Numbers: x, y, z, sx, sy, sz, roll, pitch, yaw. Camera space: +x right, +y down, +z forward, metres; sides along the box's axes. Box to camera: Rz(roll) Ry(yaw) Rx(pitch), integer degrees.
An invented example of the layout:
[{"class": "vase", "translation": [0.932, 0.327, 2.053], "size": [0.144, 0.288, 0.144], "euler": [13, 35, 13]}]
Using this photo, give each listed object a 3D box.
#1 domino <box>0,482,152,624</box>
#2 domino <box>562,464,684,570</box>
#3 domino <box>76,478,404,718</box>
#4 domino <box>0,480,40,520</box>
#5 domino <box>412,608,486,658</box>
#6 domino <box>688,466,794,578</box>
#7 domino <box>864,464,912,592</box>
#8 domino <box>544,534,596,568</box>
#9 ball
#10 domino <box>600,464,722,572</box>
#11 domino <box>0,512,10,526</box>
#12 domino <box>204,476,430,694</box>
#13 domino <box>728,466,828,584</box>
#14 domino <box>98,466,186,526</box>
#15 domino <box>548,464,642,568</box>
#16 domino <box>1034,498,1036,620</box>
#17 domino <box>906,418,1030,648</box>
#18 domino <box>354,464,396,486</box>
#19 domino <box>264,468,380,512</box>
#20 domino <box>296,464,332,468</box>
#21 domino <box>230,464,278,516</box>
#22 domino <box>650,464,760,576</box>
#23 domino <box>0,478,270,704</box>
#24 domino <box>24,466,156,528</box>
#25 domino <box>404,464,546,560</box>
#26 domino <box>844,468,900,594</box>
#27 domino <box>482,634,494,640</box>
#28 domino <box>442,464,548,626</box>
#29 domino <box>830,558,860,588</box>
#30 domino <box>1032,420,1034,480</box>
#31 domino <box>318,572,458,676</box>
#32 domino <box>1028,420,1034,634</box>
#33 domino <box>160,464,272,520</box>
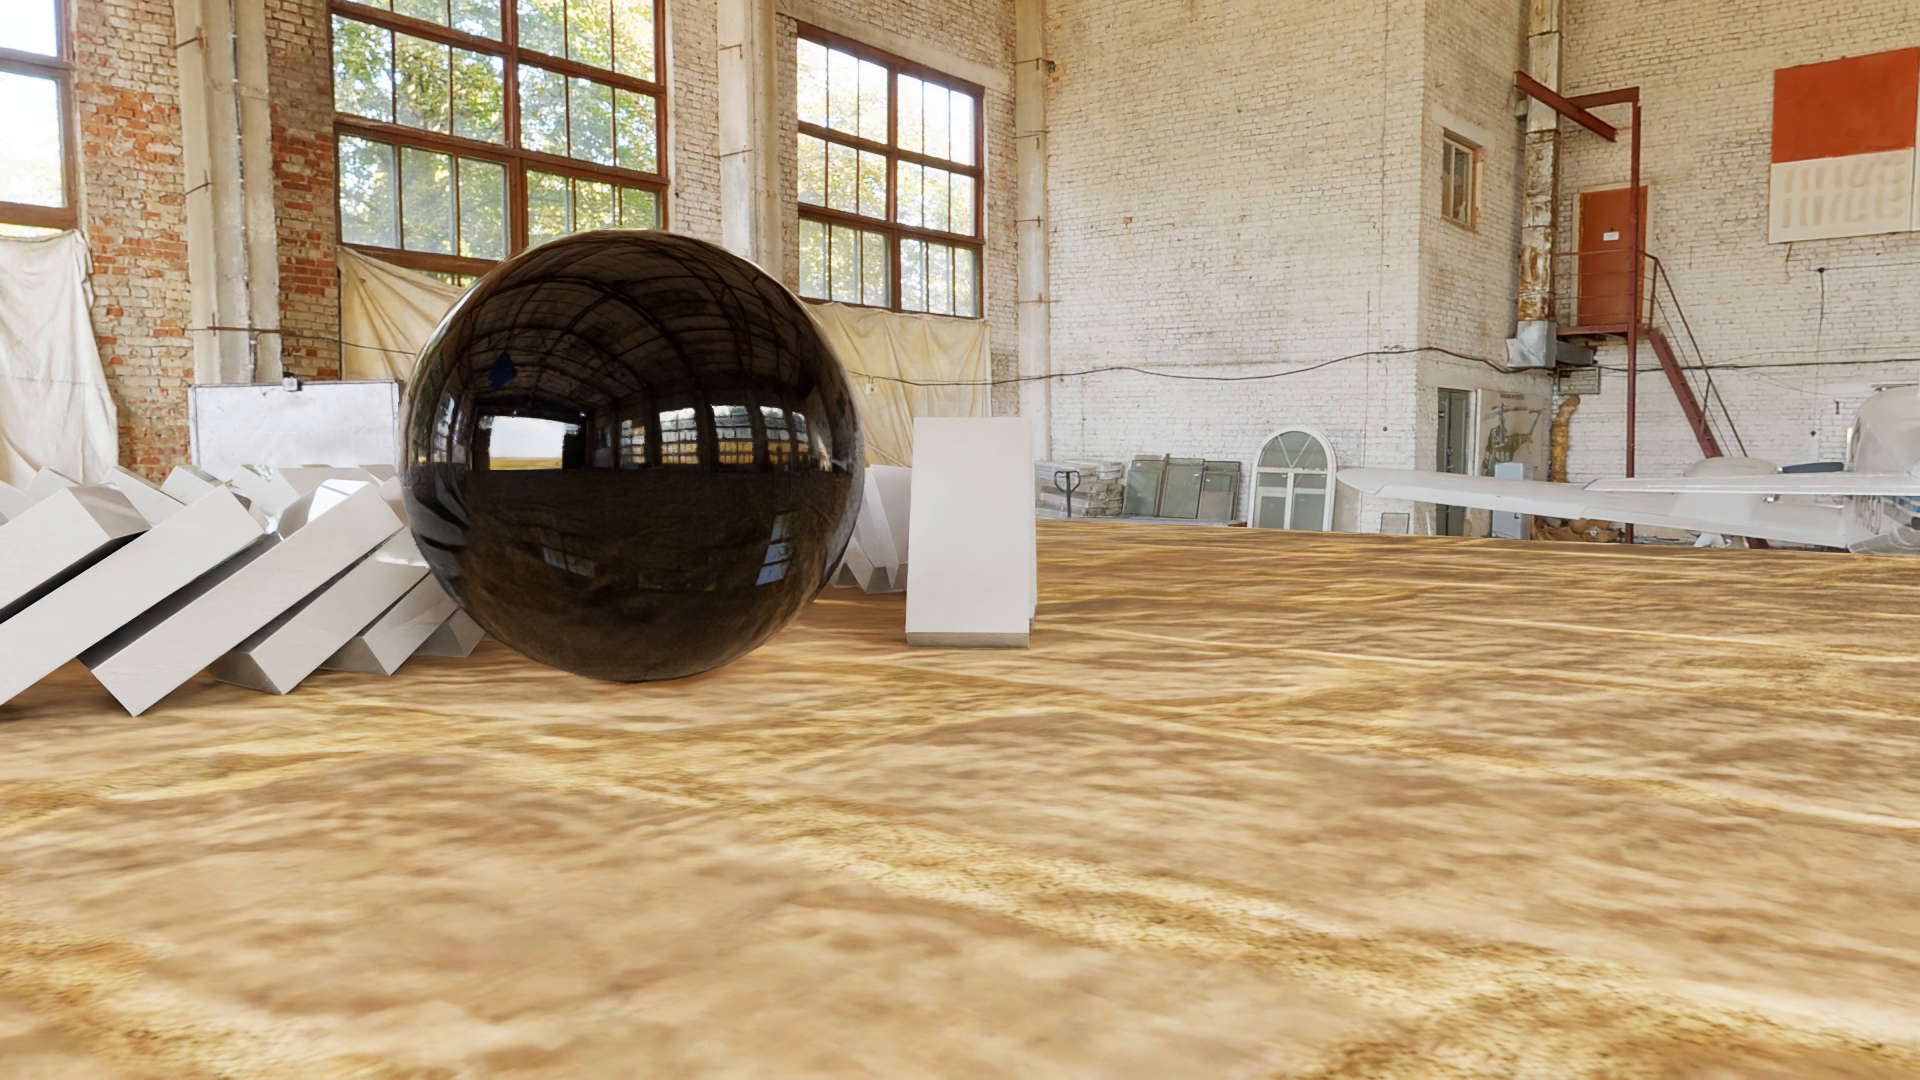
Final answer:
[{"class": "domino", "translation": [-0.152, 0.010, 0.195], "size": [0.050, 0.009, 0.025], "euler": [-37, 15, -14]}, {"class": "domino", "translation": [-0.115, -0.009, 0.450], "size": [0.050, 0.009, 0.025], "euler": [37, 18, 18]}, {"class": "domino", "translation": [-0.123, 0.008, 0.220], "size": [0.025, 0.009, 0.050], "euler": [5, 41, 49]}, {"class": "domino", "translation": [-0.289, -0.006, 0.406], "size": [0.050, 0.009, 0.025], "euler": [37, -18, -32]}, {"class": "domino", "translation": [-0.105, 0.004, 0.275], "size": [0.025, 0.009, 0.050], "euler": [1, 39, 16]}, {"class": "domino", "translation": [-0.066, -0.007, 0.424], "size": [0.025, 0.009, 0.050], "euler": [-4, 39, -47]}, {"class": "domino", "translation": [-0.011, -0.004, 0.373], "size": [0.025, 0.009, 0.050], "euler": [4, 34, -18]}, {"class": "domino", "translation": [-0.153, -0.009, 0.456], "size": [0.050, 0.009, 0.025], "euler": [34, 10, 7]}, {"class": "ball", "translation": [-0.057, -0.015, 0.229], "size": [0.080, 0.080, 0.080], "euler": [0, 4, 0]}, {"class": "domino", "translation": [-0.098, -0.008, 0.443], "size": [0.050, 0.009, 0.025], "euler": [39, 22, 23]}, {"class": "domino", "translation": [-0.169, 0.010, 0.187], "size": [0.050, 0.009, 0.025], "euler": [-36, 9, -6]}, {"class": "domino", "translation": [-0.114, 0.007, 0.238], "size": [0.025, 0.010, 0.050], "euler": [3, 40, 35]}, {"class": "domino", "translation": [-0.051, -0.006, 0.412], "size": [0.025, 0.010, 0.050], "euler": [-3, 38, -41]}, {"class": "domino", "translation": [-0.260, -0.007, 0.429], "size": [0.050, 0.009, 0.025], "euler": [35, -12, -25]}, {"class": "domino", "translation": [-0.134, -0.009, 0.454], "size": [0.050, 0.009, 0.025], "euler": [35, 13, 12]}, {"class": "domino", "translation": [0.006, -0.005, 0.317], "size": [0.025, 0.050, 0.009], "euler": [0, -26, 1]}, {"class": "domino", "translation": [0.002, -0.002, 0.274], "size": [0.025, 0.050, 0.009], "euler": [0, -25, 2]}, {"class": "domino", "translation": [-0.190, -0.009, 0.456], "size": [0.050, 0.010, 0.025], "euler": [33, 4, 0]}, {"class": "domino", "translation": [-0.156, -0.001, 0.336], "size": [0.050, 0.009, 0.025], "euler": [40, 22, 23]}, {"class": "domino", "translation": [-0.209, -0.009, 0.453], "size": [0.050, 0.009, 0.025], "euler": [33, 0, -7]}, {"class": "domino", "translation": [-0.227, -0.009, 0.448], "size": [0.050, 0.009, 0.025], "euler": [33, -3, -13]}, {"class": "domino", "translation": [-0.080, -0.008, 0.435], "size": [0.050, 0.009, 0.025], "euler": [42, 28, 30]}, {"class": "domino", "translation": [-0.136, 0.009, 0.204], "size": [0.050, 0.009, 0.025], "euler": [-39, 20, -19]}, {"class": "domino", "translation": [-0.275, -0.006, 0.418], "size": [0.050, 0.009, 0.025], "euler": [36, -16, -30]}, {"class": "domino", "translation": [-0.171, -0.009, 0.457], "size": [0.050, 0.009, 0.025], "euler": [33, 7, 3]}, {"class": "domino", "translation": [-0.026, -0.004, 0.385], "size": [0.025, 0.010, 0.050], "euler": [-3, 38, -32]}, {"class": "domino", "translation": [-0.110, 0.002, 0.295], "size": [0.025, 0.009, 0.050], "euler": [0, 40, 2]}, {"class": "domino", "translation": [-0.116, 0.000, 0.313], "size": [0.025, 0.009, 0.050], "euler": [0, 40, -9]}, {"class": "domino", "translation": [-0.038, -0.005, 0.399], "size": [0.025, 0.009, 0.050], "euler": [-3, 38, -37]}, {"class": "domino", "translation": [0.005, -0.005, 0.306], "size": [0.025, 0.050, 0.010], "euler": [0, -25, 2]}, {"class": "domino", "translation": [-0.108, 0.005, 0.256], "size": [0.025, 0.010, 0.050], "euler": [2, 39, 27]}, {"class": "domino", "translation": [0.004, -0.004, 0.295], "size": [0.025, 0.050, 0.009], "euler": [0, -25, 2]}, {"class": "domino", "translation": [-0.244, -0.008, 0.439], "size": [0.050, 0.009, 0.025], "euler": [34, -8, -20]}]
